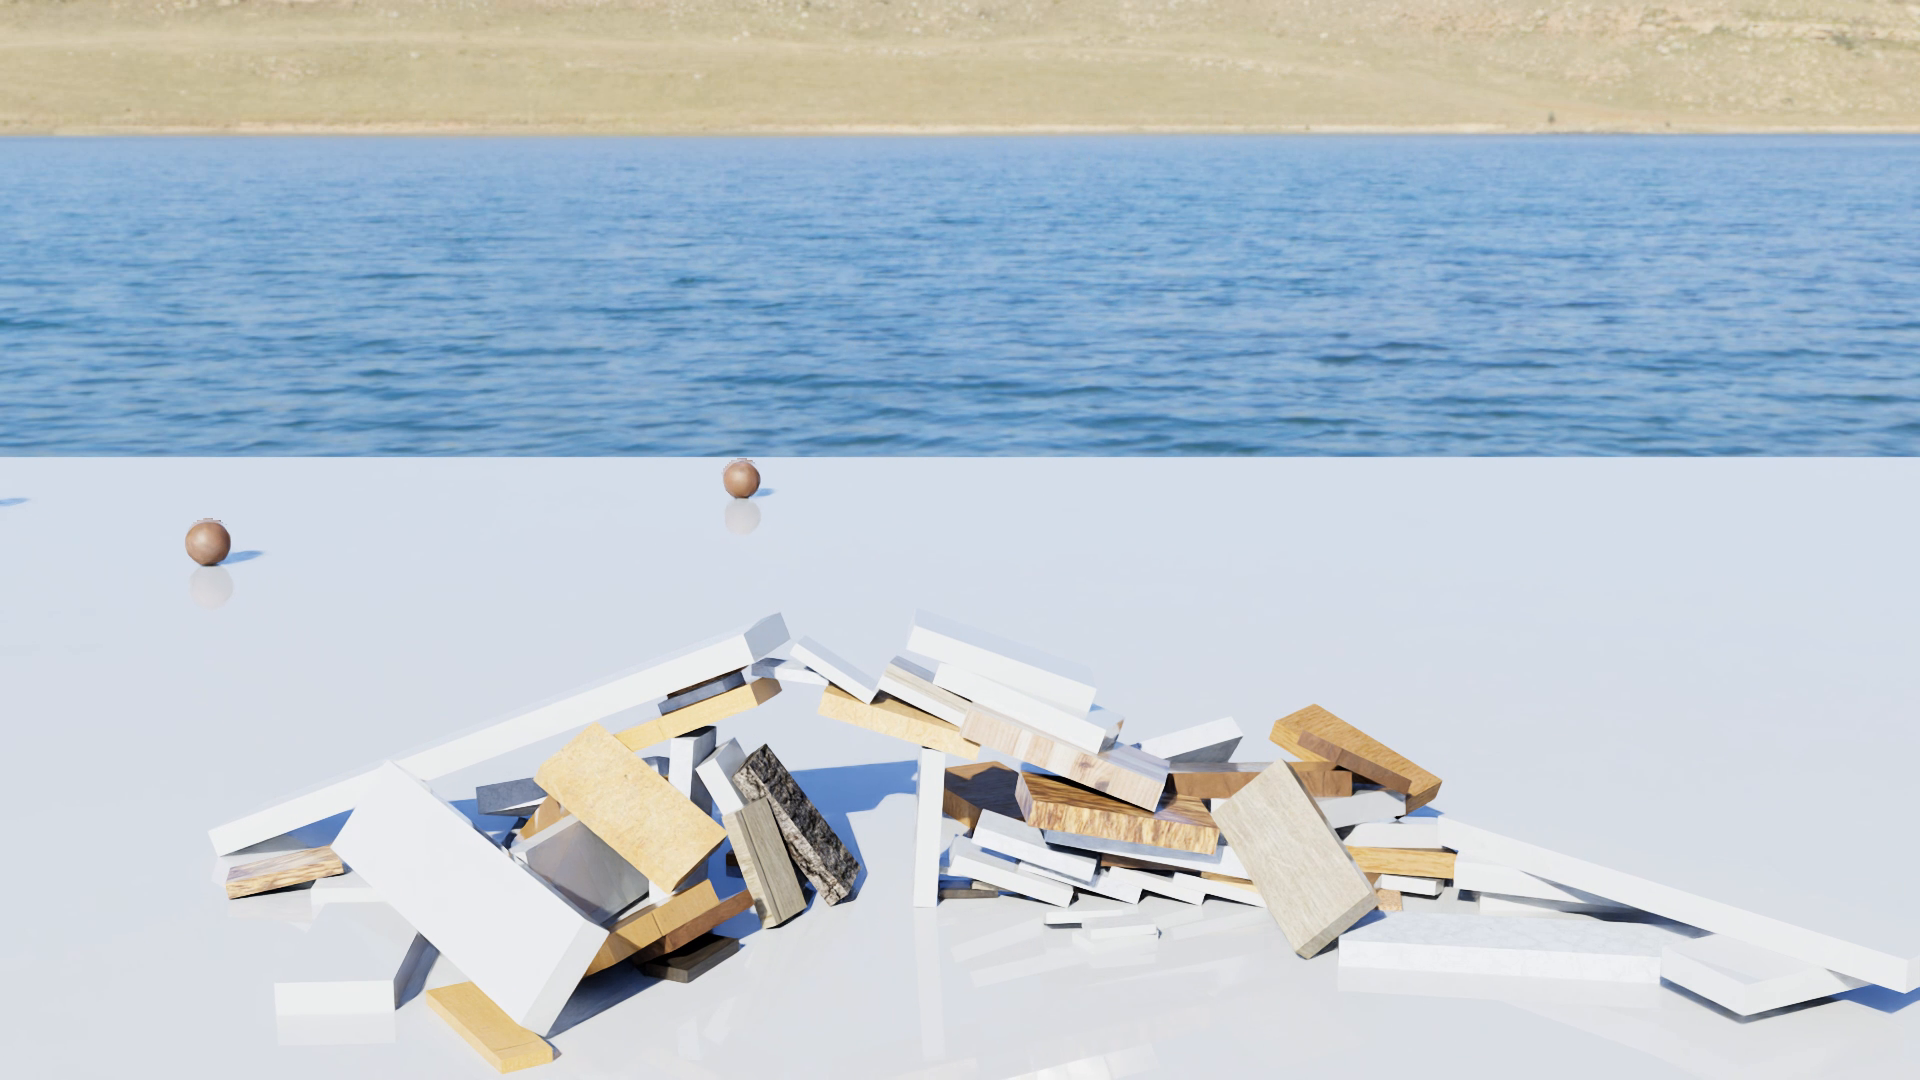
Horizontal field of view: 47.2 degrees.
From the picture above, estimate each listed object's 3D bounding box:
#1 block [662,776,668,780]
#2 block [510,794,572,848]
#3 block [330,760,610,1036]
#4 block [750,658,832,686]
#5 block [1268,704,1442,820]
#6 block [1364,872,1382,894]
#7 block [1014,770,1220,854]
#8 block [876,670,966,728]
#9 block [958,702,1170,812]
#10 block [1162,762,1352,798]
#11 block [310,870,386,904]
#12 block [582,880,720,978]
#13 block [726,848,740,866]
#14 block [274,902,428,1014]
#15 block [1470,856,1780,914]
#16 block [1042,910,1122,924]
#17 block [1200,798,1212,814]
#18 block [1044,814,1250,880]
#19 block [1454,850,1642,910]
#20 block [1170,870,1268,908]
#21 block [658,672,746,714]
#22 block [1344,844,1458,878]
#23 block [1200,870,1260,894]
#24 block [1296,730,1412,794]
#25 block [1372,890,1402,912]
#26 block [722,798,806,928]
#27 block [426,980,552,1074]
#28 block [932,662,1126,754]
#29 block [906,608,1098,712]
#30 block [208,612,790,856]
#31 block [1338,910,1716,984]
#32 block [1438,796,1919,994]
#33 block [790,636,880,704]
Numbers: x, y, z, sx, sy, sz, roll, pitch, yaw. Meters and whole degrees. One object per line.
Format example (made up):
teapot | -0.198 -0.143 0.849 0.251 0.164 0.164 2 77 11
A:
block | -0.587 0.463 3.862 0.173 0.049 0.346 -4 -11 -22
block | -0.708 0.503 3.738 0.034 0.118 0.237 39 -5 -14
block | -0.760 0.526 3.339 0.048 0.168 0.715 38 -10 -38
block | -0.270 0.217 3.631 0.134 0.019 0.067 6 9 15
block | 0.701 0.390 3.902 0.277 0.039 0.139 32 29 30
block | 0.609 0.563 3.626 0.158 0.022 0.079 3 6 20
block | 0.250 0.436 3.528 0.304 0.043 0.152 10 11 -9
block | -0.059 0.257 3.608 0.152 0.022 0.076 26 10 2
block | 0.172 0.339 3.570 0.333 0.047 0.166 21 9 6
block | 0.493 0.403 3.698 0.304 0.043 0.152 -1 0 -1
block | -0.977 0.577 3.668 0.187 0.027 0.094 -1 11 -4
block | -0.501 0.598 3.334 0.144 0.041 0.287 -27 -3 27
block | -0.324 0.551 3.820 0.147 0.021 0.073 3 11 18
block | -0.911 0.628 3.332 0.168 0.048 0.337 -1 11 -4
block | 1.103 0.570 3.654 0.501 0.046 0.161 1 11 3
block | 0.195 0.601 3.508 0.121 0.017 0.061 -1 -9 -4
block | 0.412 0.479 3.956 0.339 0.048 0.170 -10 -8 -44
block | 0.339 0.483 3.618 0.406 0.047 0.167 11 11 -3
block | 0.978 0.537 3.579 0.321 0.046 0.161 4 12 19
block | 0.430 0.565 3.638 0.159 0.023 0.080 14 11 0
block | -0.432 0.255 3.674 0.135 0.019 0.067 -21 2 26
block | 0.689 0.535 3.725 0.287 0.041 0.144 4 -2 3
block | 0.460 0.555 3.622 0.124 0.017 0.061 15 11 7
block | 0.661 0.373 3.684 0.191 0.027 0.095 25 0 -37
block | 0.640 0.592 3.595 0.158 0.022 0.079 2 11 8
block | -0.315 0.519 3.541 0.027 0.191 0.095 -21 0 29
block | -0.667 0.685 3.102 0.073 0.021 0.292 -7 13 -33
block | 0.115 0.263 3.609 0.293 0.042 0.147 22 10 14
block | 0.067 0.196 3.636 0.314 0.042 0.147 19 9 -4
block | -0.800 0.338 3.765 1.091 0.049 0.173 -20 4 18
block | 0.910 0.625 3.370 0.652 0.041 0.144 2 11 8
block | 1.111 0.529 3.381 0.170 0.048 0.806 -9 15 -39
block | -0.201 0.211 3.578 0.152 0.022 0.076 33 10 2
